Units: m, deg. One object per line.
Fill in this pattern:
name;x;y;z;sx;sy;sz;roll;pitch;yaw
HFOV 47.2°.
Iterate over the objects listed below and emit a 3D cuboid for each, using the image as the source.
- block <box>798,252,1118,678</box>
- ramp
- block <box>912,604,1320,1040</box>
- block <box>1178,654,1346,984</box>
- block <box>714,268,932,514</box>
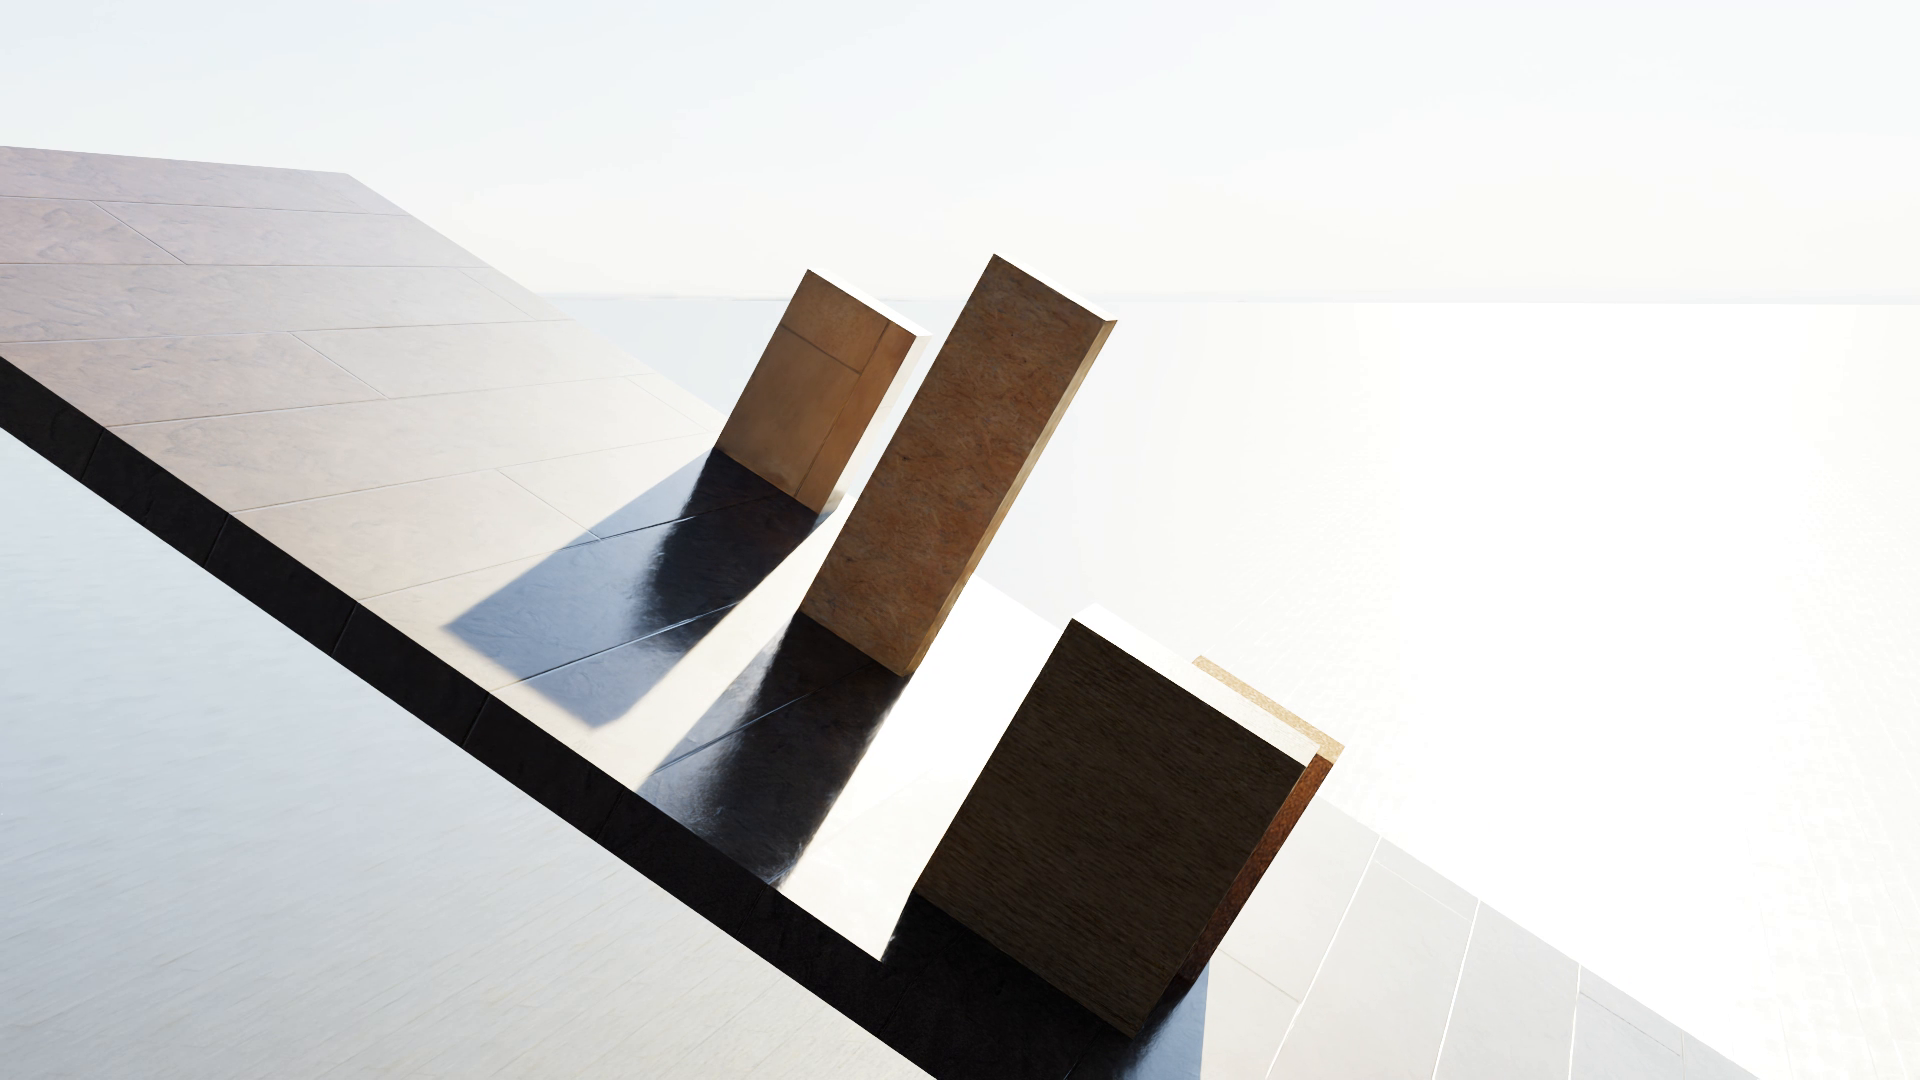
block;-0.009;-0.140;4.174;0.246;0.787;0.105;33;15;11
ramp;-0.183;0.302;4.127;4.000;0.100;2.000;33;15;11
block;0.233;0.421;3.325;0.402;0.499;0.147;33;15;11
block;0.392;0.457;3.625;0.281;0.439;0.141;33;15;11
block;-0.307;-0.333;4.912;0.293;0.460;0.111;33;15;11
